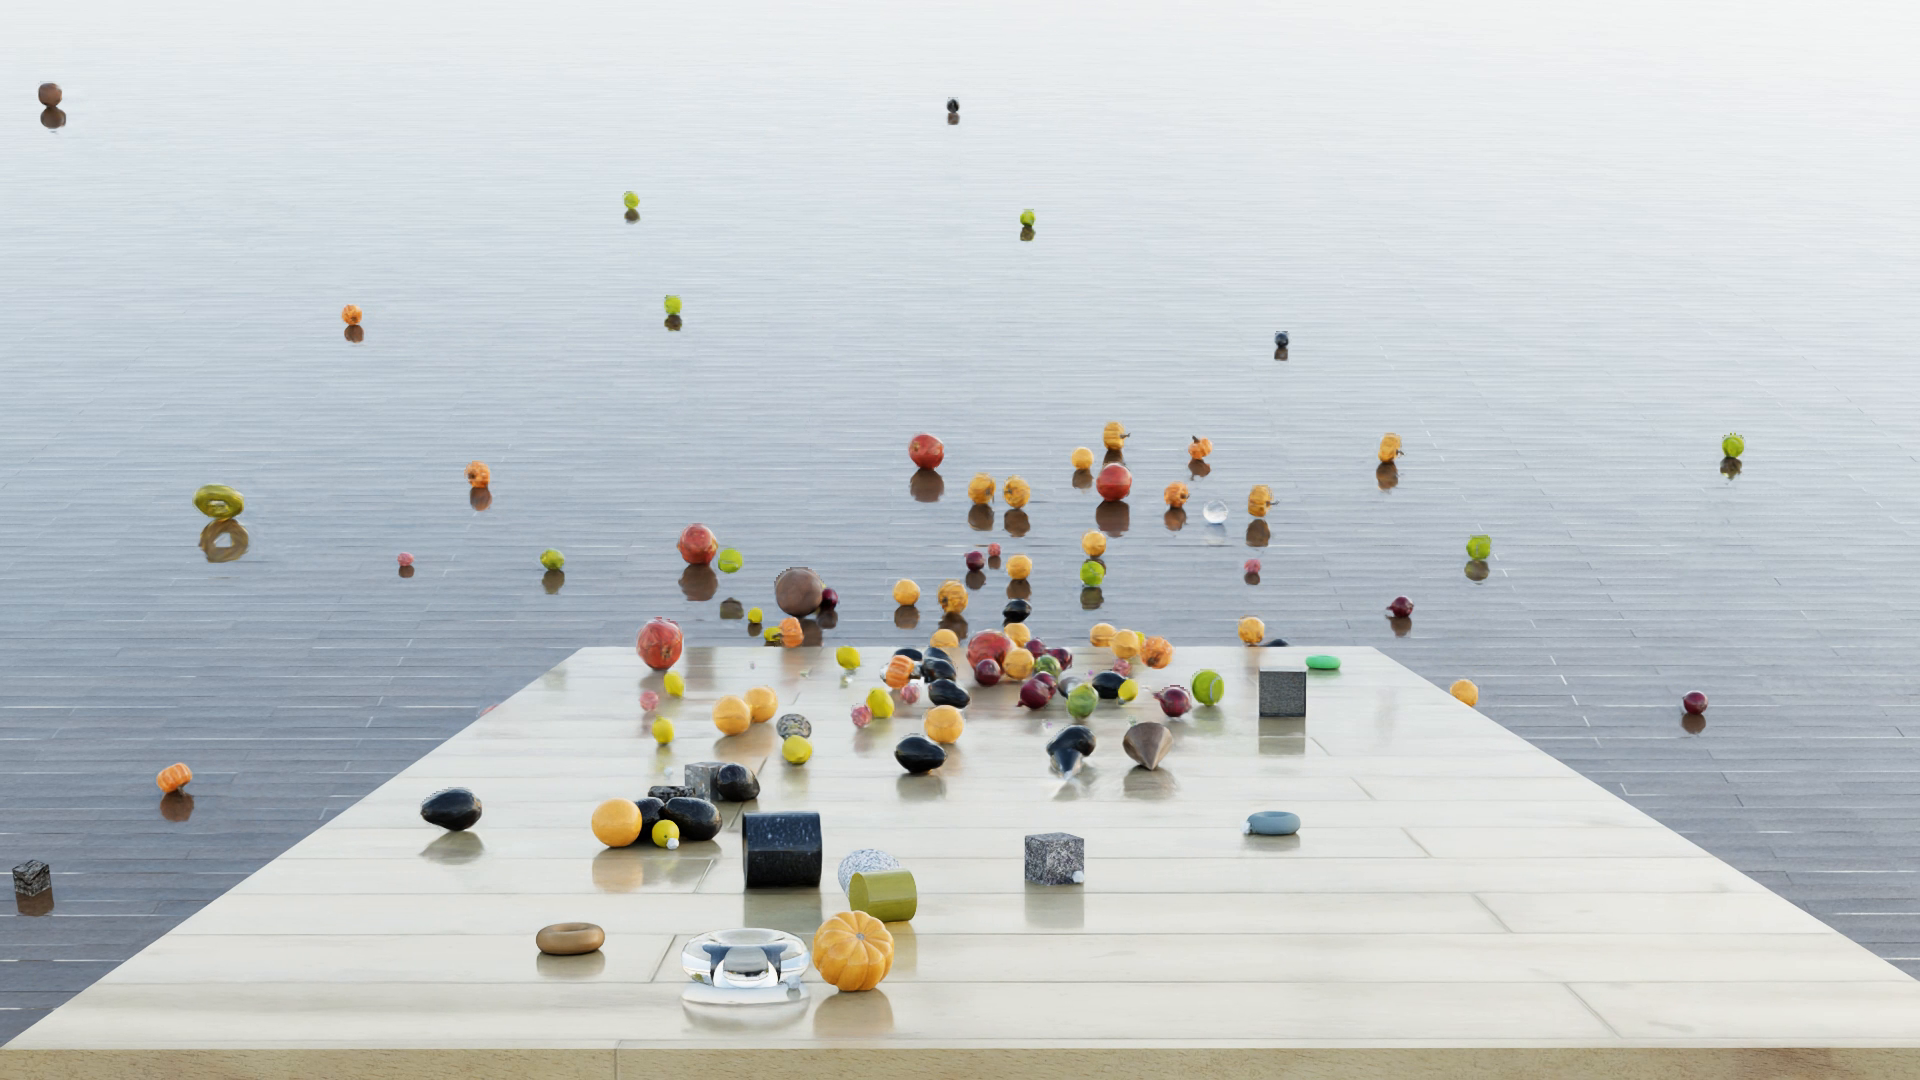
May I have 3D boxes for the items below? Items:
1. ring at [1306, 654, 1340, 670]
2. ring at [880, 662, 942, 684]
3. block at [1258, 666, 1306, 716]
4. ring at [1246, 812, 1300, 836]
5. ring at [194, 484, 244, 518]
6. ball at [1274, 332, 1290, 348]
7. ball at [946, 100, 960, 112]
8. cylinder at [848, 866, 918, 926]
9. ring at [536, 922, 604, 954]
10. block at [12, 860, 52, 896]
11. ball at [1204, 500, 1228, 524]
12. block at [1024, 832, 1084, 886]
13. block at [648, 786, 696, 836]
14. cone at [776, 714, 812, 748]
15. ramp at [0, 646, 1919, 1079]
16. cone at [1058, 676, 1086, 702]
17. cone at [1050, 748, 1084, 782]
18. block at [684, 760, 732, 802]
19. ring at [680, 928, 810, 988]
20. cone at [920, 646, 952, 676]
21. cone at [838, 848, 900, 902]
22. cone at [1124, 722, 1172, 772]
[{"bbox_3d":[0.851,0.286,6.019,0.083,0.028,0.083,1,4,0],"label":"ring"},{"bbox_3d":[-0.109,0.295,5.697,0.139,0.046,0.139,-1,-1,0],"label":"ring"},{"bbox_3d":[0.647,0.304,5.159,0.091,0.091,0.091,0,3,5],"label":"block"},{"bbox_3d":[0.461,0.416,3.777,0.080,0.027,0.080,-1,3,0],"label":"ring"},{"bbox_3d":[-2.202,-0.115,7.638,0.148,0.148,0.049,0,56,0],"label":"ring"},{"bbox_3d":[1.175,-0.729,9.369,0.054,0.054,0.054,0,21,0],"label":"ball"},{"bbox_3d":[-0.035,-2.267,13.421,0.071,0.071,0.071,0,21,0],"label":"ball"},{"bbox_3d":[-0.094,0.435,3.133,0.064,0.064,0.064,-7,22,-24],"label":"cylinder"},{"bbox_3d":[-0.452,0.462,2.982,0.080,0.027,0.080,-2,3,0],"label":"ring"},{"bbox_3d":[-1.994,0.725,5.518,0.053,0.053,0.053,11,23,27],"label":"block"},{"bbox_3d":[0.760,-0.083,7.634,0.070,0.070,0.070,0,21,0],"label":"ball"},{"bbox_3d":[0.125,0.422,3.403,0.058,0.058,0.058,-2,4,-29],"label":"block"},{"bbox_3d":[-0.423,0.398,3.776,0.064,0.064,0.064,0,3,-1],"label":"block"},{"bbox_3d":[-0.307,0.362,4.695,0.065,0.065,0.065,1,30,3],"label":"cone"},{"bbox_3d":[0.048,0.436,4.532,2.000,0.100,4.000,0,3,0],"label":"ramp"},{"bbox_3d":[0.236,0.325,5.367,0.057,0.057,0.057,0,30,0],"label":"cone"},{"bbox_3d":[0.179,0.387,4.292,0.057,0.057,0.057,1,30,3],"label":"cone"},{"bbox_3d":[-0.400,0.384,4.093,0.054,0.054,0.054,2,4,36],"label":"block"},{"bbox_3d":[-0.236,0.461,2.834,0.143,0.048,0.143,0,2,0],"label":"ring"},{"bbox_3d":[-0.069,0.296,5.779,0.080,0.080,0.080,9,39,23],"label":"cone"},{"bbox_3d":[-0.117,0.444,3.180,0.088,0.088,0.088,3,30,8],"label":"cone"},{"bbox_3d":[0.326,0.373,4.419,0.086,0.086,0.086,0,31,0],"label":"cone"}]
